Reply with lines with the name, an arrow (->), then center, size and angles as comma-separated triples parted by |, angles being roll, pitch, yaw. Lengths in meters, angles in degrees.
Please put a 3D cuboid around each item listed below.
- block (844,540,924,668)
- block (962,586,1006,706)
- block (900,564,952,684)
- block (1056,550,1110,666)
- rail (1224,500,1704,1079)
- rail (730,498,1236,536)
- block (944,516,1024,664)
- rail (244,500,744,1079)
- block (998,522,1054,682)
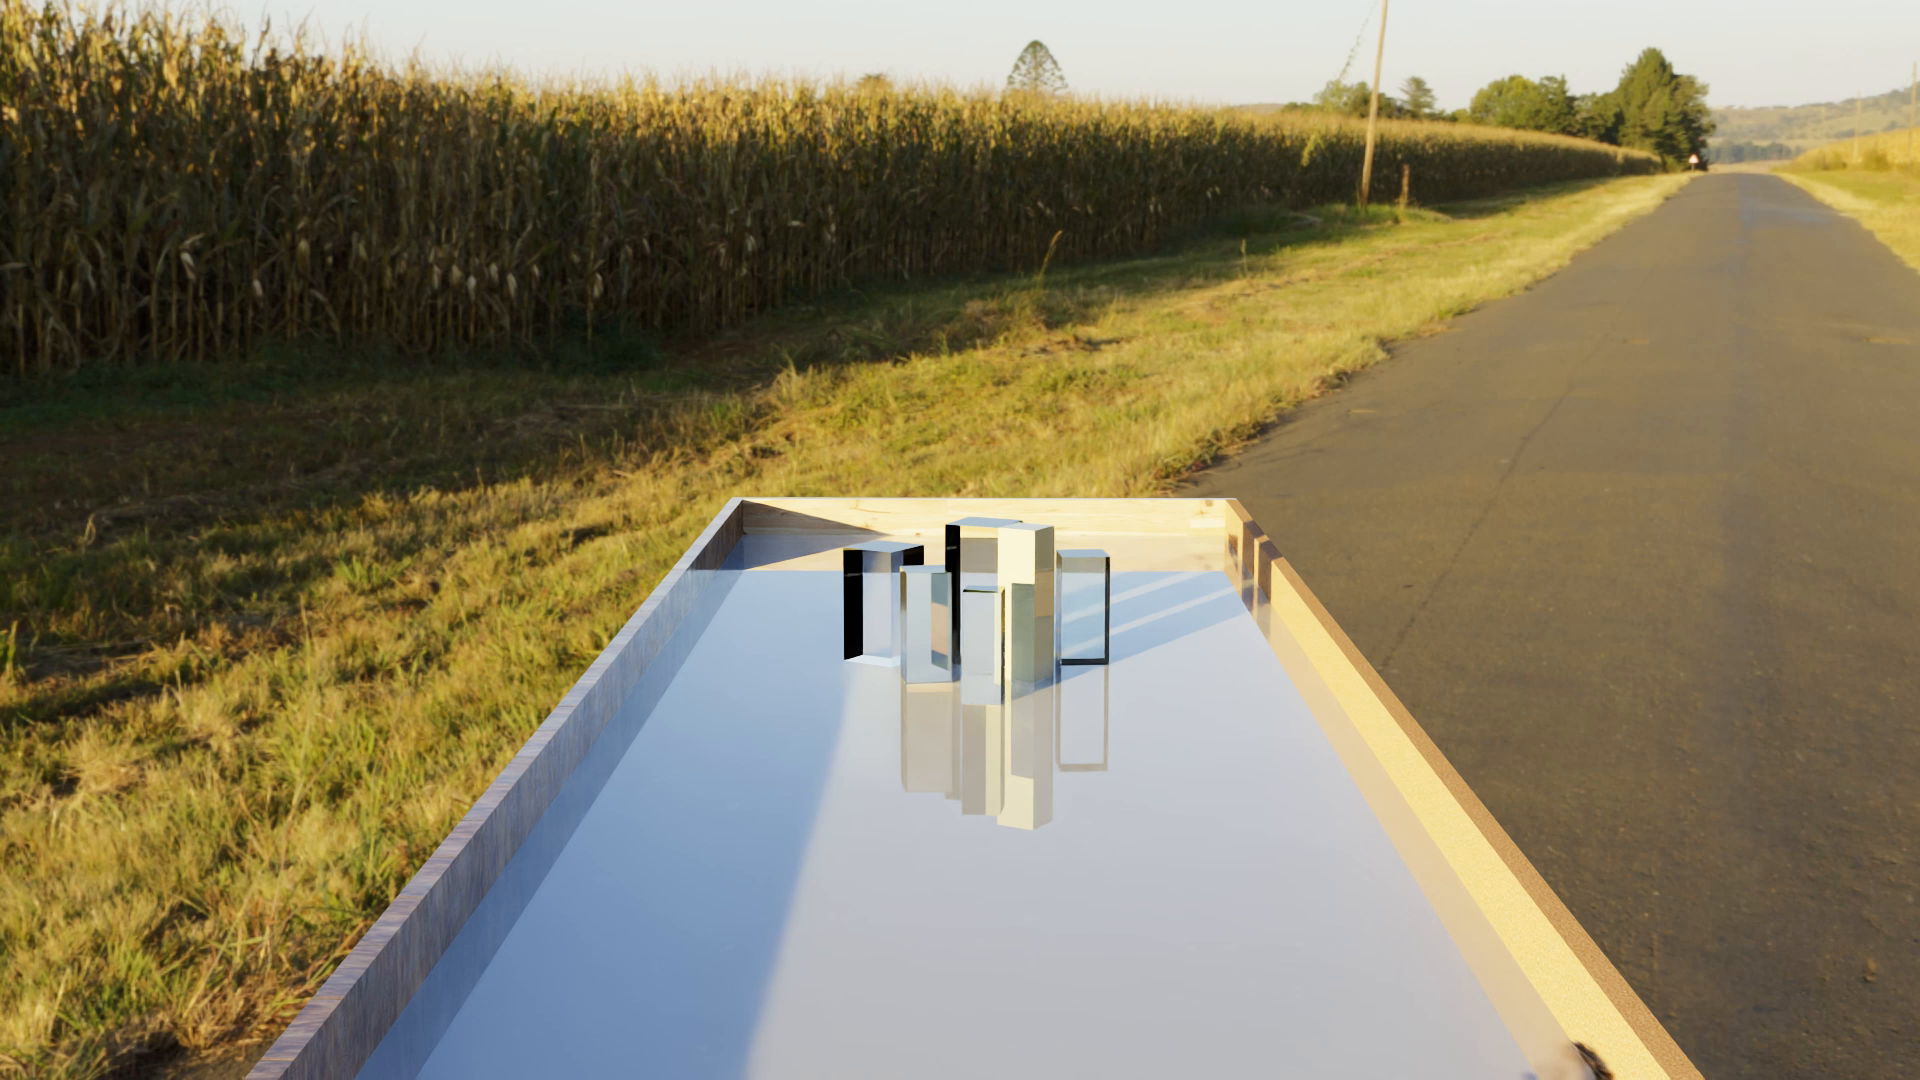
block -> -0.231, 0.191, 6.691 | 0.176, 0.349, 0.176 | 6, 11, 33
block -> 0.066, 0.293, 6.147 | 0.109, 0.317, 0.109 | 1, 9, 8
block -> -0.099, 0.245, 6.419 | 0.132, 0.326, 0.132 | -2, 9, -10
block -> 0.372, 0.203, 6.673 | 0.145, 0.330, 0.145 | -1, 9, -5
rail -> 1.046, 0.843, 3.208 | 0.050, 0.150, 12.000 | 0, 9, 1
rail -> 0.099, -0.098, 9.147 | 2.100, 0.150, 0.050 | 0, 9, 1
block -> 0.073, 0.156, 6.671 | 0.179, 0.424, 0.179 | 4, 10, 24
rail -> -1.004, 0.839, 3.234 | 0.050, 0.150, 12.000 | 0, 9, 1
block -> 0.194, 0.181, 6.445 | 0.121, 0.446, 0.121 | 5, 10, 30
